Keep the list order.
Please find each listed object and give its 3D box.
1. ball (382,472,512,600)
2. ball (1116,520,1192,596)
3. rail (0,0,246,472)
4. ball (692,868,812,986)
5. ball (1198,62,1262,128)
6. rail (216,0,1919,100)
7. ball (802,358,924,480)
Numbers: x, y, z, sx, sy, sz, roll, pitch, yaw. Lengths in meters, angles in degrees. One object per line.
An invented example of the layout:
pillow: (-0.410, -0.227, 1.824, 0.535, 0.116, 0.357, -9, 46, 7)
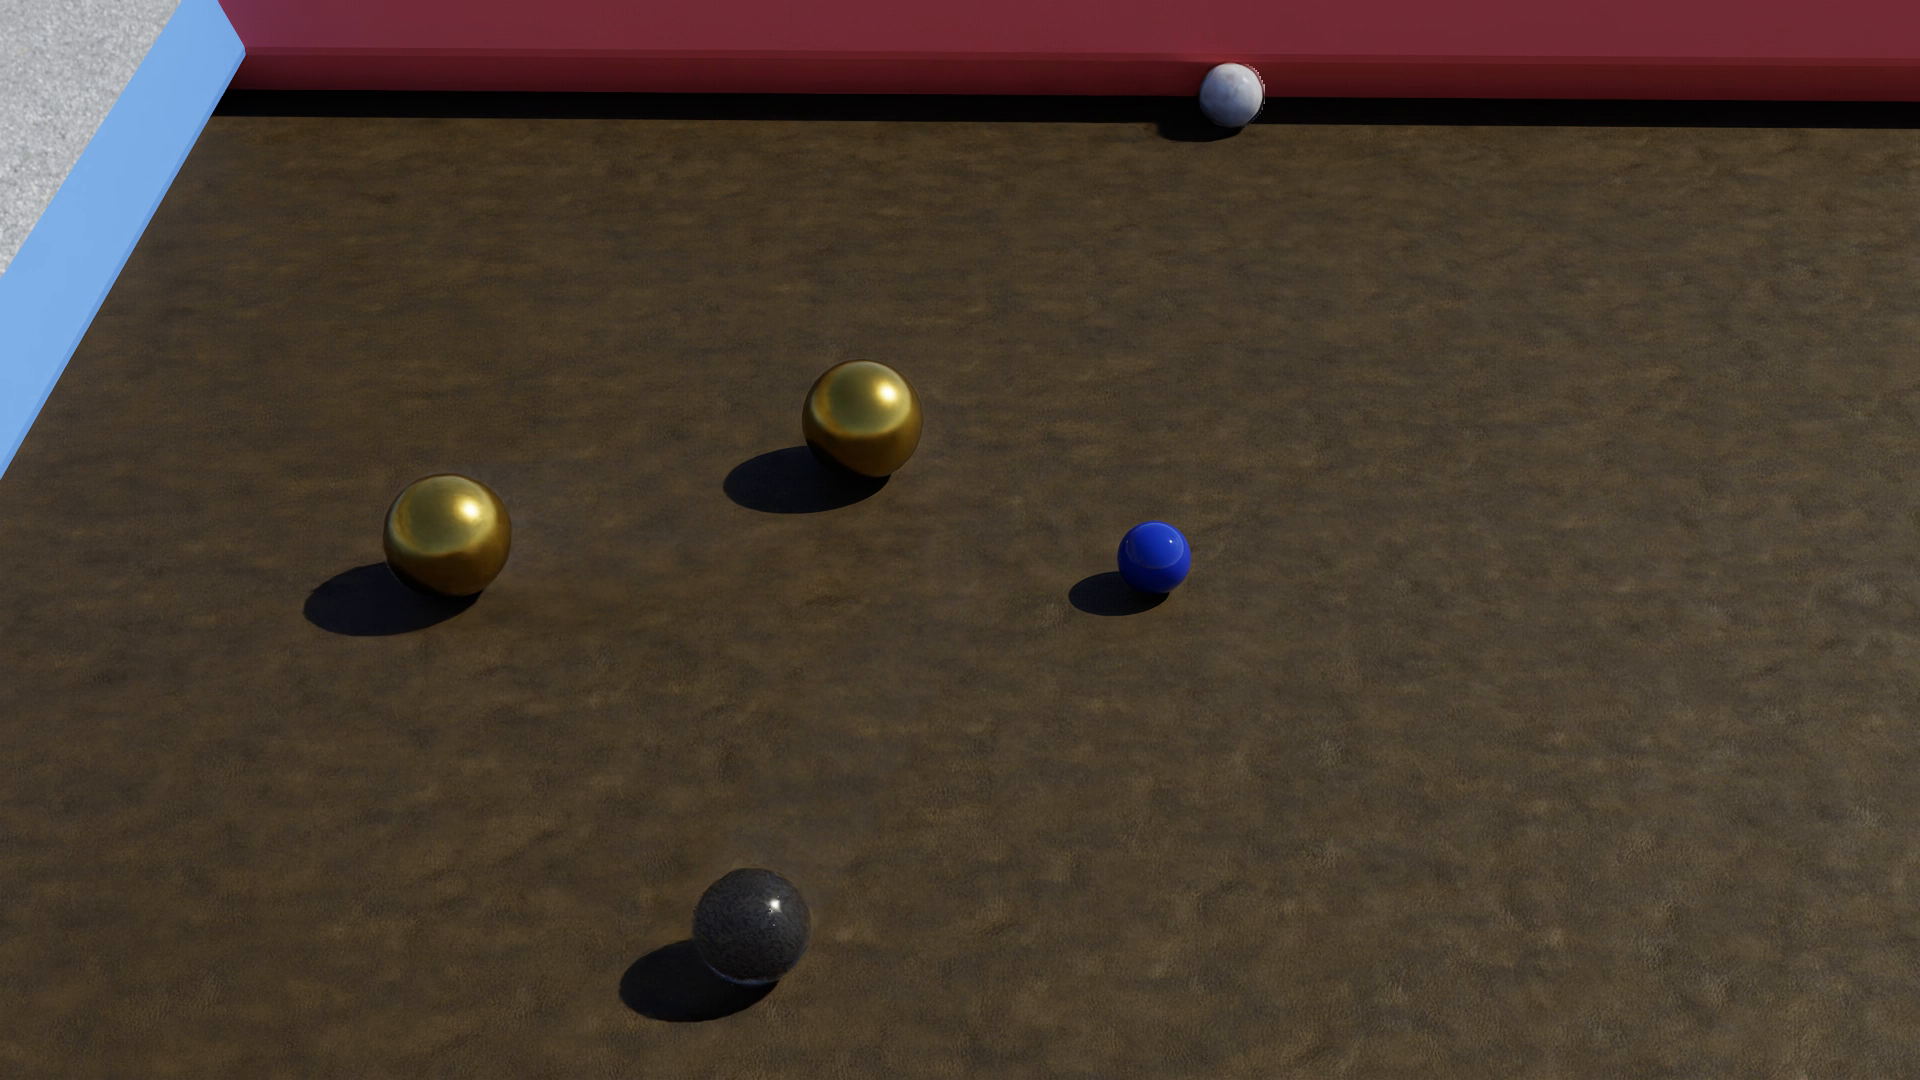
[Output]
ball: (-0.359, -0.003, 1.797, 0.089, 0.089, 0.089, 0, 35, 0)
ball: (0.137, 0.013, 1.808, 0.053, 0.053, 0.053, 0, 35, 0)
rail: (-0.709, -0.025, 1.802, 0.045, 0.118, 1.606, 1, 35, 1)
ball: (-0.121, 0.225, 1.493, 0.069, 0.069, 0.069, 0, 35, 0)
ball: (0.254, -0.418, 2.410, 0.060, 0.060, 0.060, 0, 35, 0)
rail: (0.746, -0.461, 2.419, 2.932, 0.118, 0.045, 1, 35, 1)
ball: (-0.073, -0.090, 1.919, 0.091, 0.091, 0.091, 0, 35, 0)
